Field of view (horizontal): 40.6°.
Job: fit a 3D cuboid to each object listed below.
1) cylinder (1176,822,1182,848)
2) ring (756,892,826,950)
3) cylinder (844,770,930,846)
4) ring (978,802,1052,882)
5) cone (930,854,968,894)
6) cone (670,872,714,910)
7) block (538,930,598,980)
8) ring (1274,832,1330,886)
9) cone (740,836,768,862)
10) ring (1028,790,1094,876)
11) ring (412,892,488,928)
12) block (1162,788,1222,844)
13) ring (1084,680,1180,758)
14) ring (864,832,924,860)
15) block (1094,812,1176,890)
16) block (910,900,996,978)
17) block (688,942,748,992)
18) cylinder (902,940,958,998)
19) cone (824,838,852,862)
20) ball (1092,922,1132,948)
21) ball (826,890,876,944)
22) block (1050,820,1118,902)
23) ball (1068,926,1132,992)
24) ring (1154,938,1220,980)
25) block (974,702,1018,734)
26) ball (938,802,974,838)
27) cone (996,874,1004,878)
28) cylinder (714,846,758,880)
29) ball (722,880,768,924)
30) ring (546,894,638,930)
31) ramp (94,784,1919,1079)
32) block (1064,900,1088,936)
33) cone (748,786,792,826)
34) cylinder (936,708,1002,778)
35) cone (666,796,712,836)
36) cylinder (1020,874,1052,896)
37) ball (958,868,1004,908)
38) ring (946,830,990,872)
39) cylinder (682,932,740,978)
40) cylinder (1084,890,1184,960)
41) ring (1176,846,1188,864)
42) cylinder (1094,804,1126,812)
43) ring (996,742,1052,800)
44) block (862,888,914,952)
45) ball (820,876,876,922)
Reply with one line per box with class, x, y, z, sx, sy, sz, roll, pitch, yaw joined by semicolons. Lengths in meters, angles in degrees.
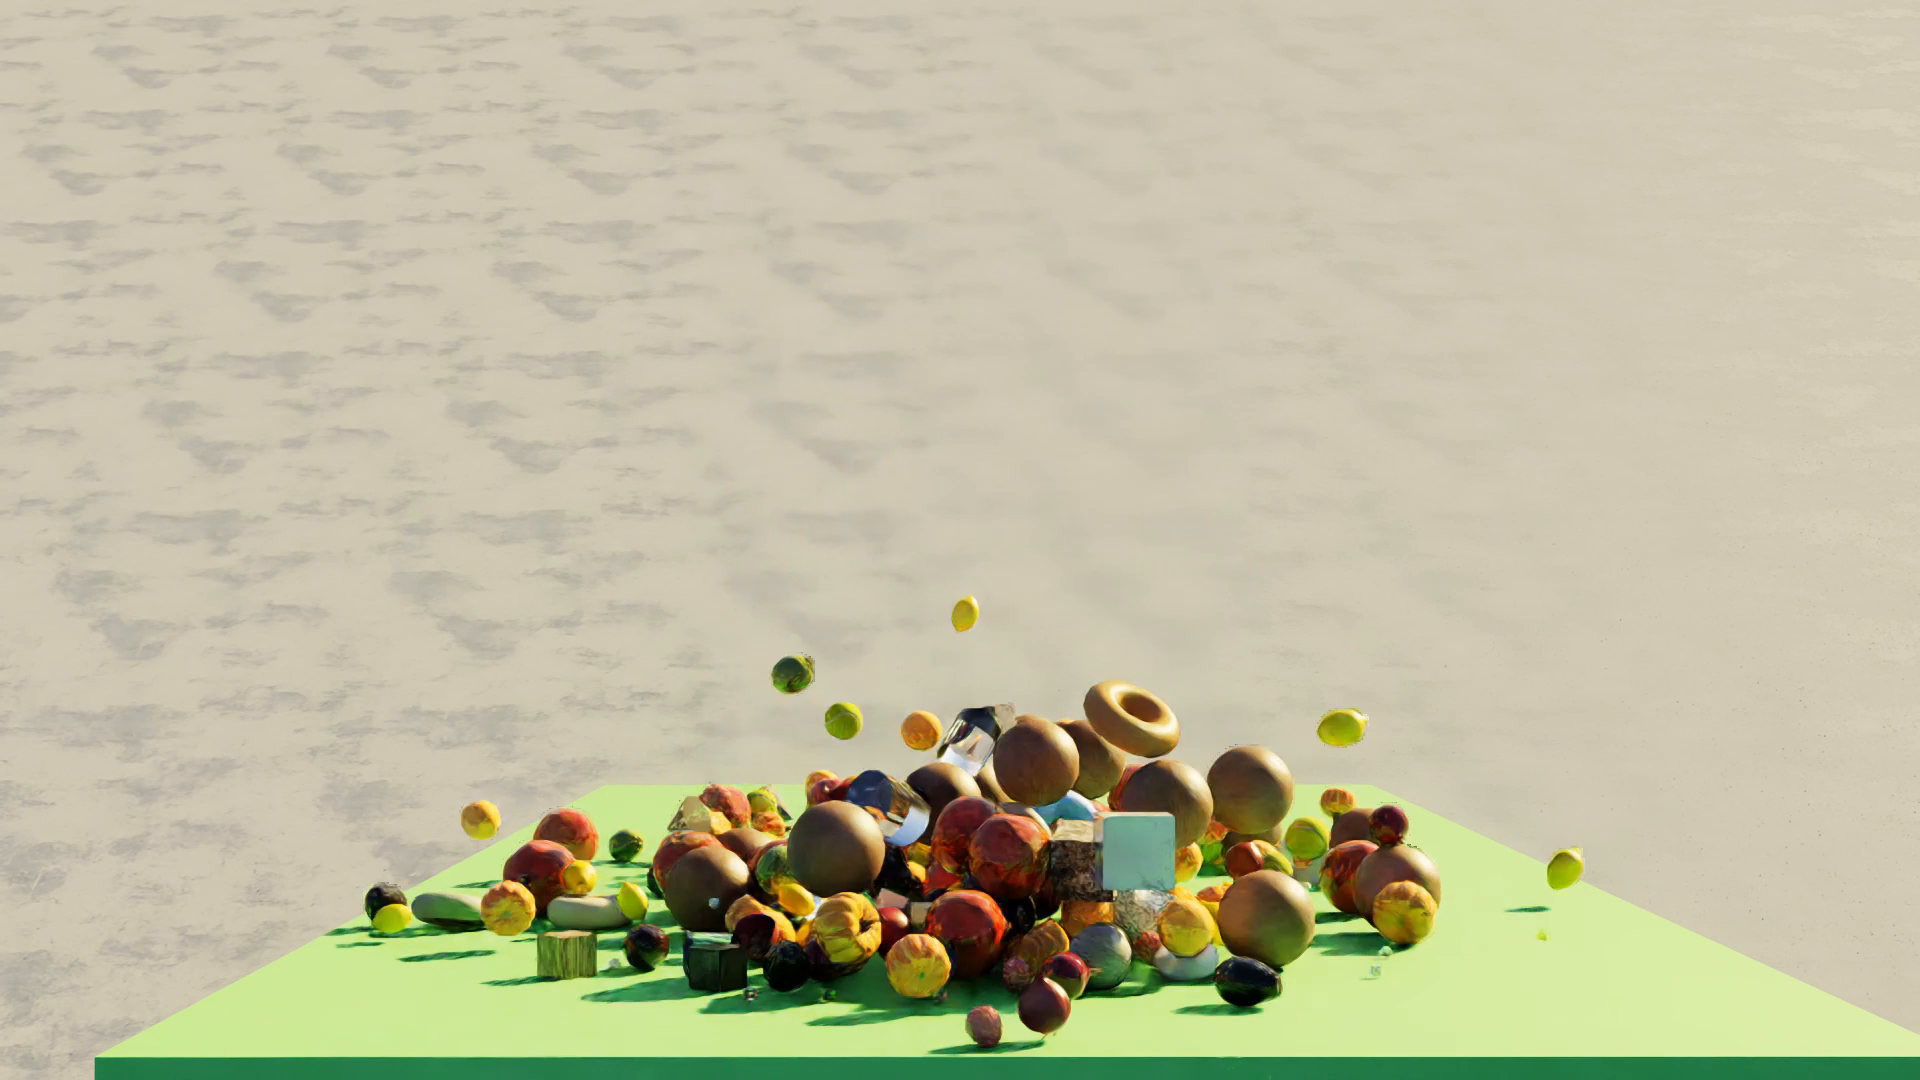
cylinder;0.367;0.561;4.887;0.073;0.073;0.073;1;29;-30
ring;-0.238;0.534;3.641;0.108;0.036;0.108;-21;21;8
cylinder;-0.108;0.398;3.852;0.092;0.092;0.092;30;5;-47
ring;0.081;0.442;3.794;0.123;0.123;0.041;20;27;28
cone;-0.006;0.553;4.288;0.067;0.067;0.067;5;30;-22
cone;-0.429;0.565;4.071;0.066;0.066;0.066;-28;40;-9
block;-0.509;0.538;3.361;0.055;0.055;0.055;1;-2;-42
ring;0.579;0.542;4.394;0.094;0.094;0.031;3;6;5
cone;-0.376;0.584;4.804;0.053;0.053;0.053;32;20;-29
ring;0.153;0.447;3.955;0.134;0.134;0.045;-14;-1;-21
ring;-0.755;0.547;3.840;0.114;0.114;0.038;3;71;4
block;0.443;0.529;4.978;0.082;0.082;0.082;-2;12;-21
ring;0.243;0.253;3.669;0.146;0.049;0.146;22;24;-11
ring;-0.122;0.551;4.849;0.112;0.037;0.112;7;41;-6
block;0.223;0.397;3.316;0.092;0.092;0.092;0;-2;-4
block;-0.010;0.522;3.398;0.088;0.088;0.088;0;-1;-19
block;-0.304;0.537;3.261;0.052;0.052;0.052;-1;-2;37
cylinder;-0.036;0.523;3.161;0.053;0.053;0.053;11;55;-16
cone;-0.232;0.585;4.815;0.052;0.052;0.052;4;13;6
ball;0.187;0.530;3.362;0.070;0.070;0.070;0;33;0
ball;-0.153;0.533;3.673;0.077;0.077;0.077;0;33;0
block;0.168;0.425;3.434;0.082;0.082;0.082;1;13;11
ball;0.174;0.522;3.238;0.081;0.081;0.081;0;33;0
ring;0.292;0.541;3.346;0.086;0.029;0.086;-7;17;2
block;0.062;0.315;4.542;0.051;0.051;0.051;-13;-5;43
ball;-0.008;0.569;5.274;0.076;0.076;0.076;0;33;0
cone;0.092;0.575;4.526;0.071;0.071;0.071;-18;38;-28
cylinder;-0.388;0.561;4.497;0.059;0.059;0.059;-1;31;21
ball;-0.322;0.543;3.894;0.067;0.067;0.067;0;33;0
ring;-0.550;0.554;3.876;0.136;0.045;0.136;0;-2;0
ramp;0.074;0.646;4.772;2.000;0.100;4.000;0;-1;0
block;0.189;0.518;3.568;0.057;0.057;0.057;-24;20;-27
cone;-0.386;0.580;5.512;0.092;0.092;0.092;21;39;36
cylinder;0.014;0.317;4.047;0.076;0.076;0.076;15;49;21
cone;-0.442;0.449;4.111;0.067;0.067;0.067;-28;23;27
cylinder;0.129;0.510;3.997;0.057;0.057;0.057;19;30;27
ball;0.029;0.474;3.501;0.060;0.060;0.060;0;33;0
ring;0.027;0.546;4.551;0.111;0.037;0.111;-16;23;7
cylinder;-0.318;0.535;3.333;0.060;0.060;0.060;0;33;11
cylinder;0.235;0.507;3.504;0.094;0.094;0.094;29;17;-35
ring;0.383;0.584;4.806;0.078;0.026;0.078;-1;-1;0
cylinder;0.287;0.555;4.958;0.090;0.090;0.090;-6;0;-9
ring;0.100;0.361;4.049;0.098;0.098;0.033;22;28;30
block;-0.078;0.522;3.536;0.065;0.065;0.065;31;-10;-35
ball;-0.164;0.533;3.797;0.083;0.083;0.083;0;33;0
